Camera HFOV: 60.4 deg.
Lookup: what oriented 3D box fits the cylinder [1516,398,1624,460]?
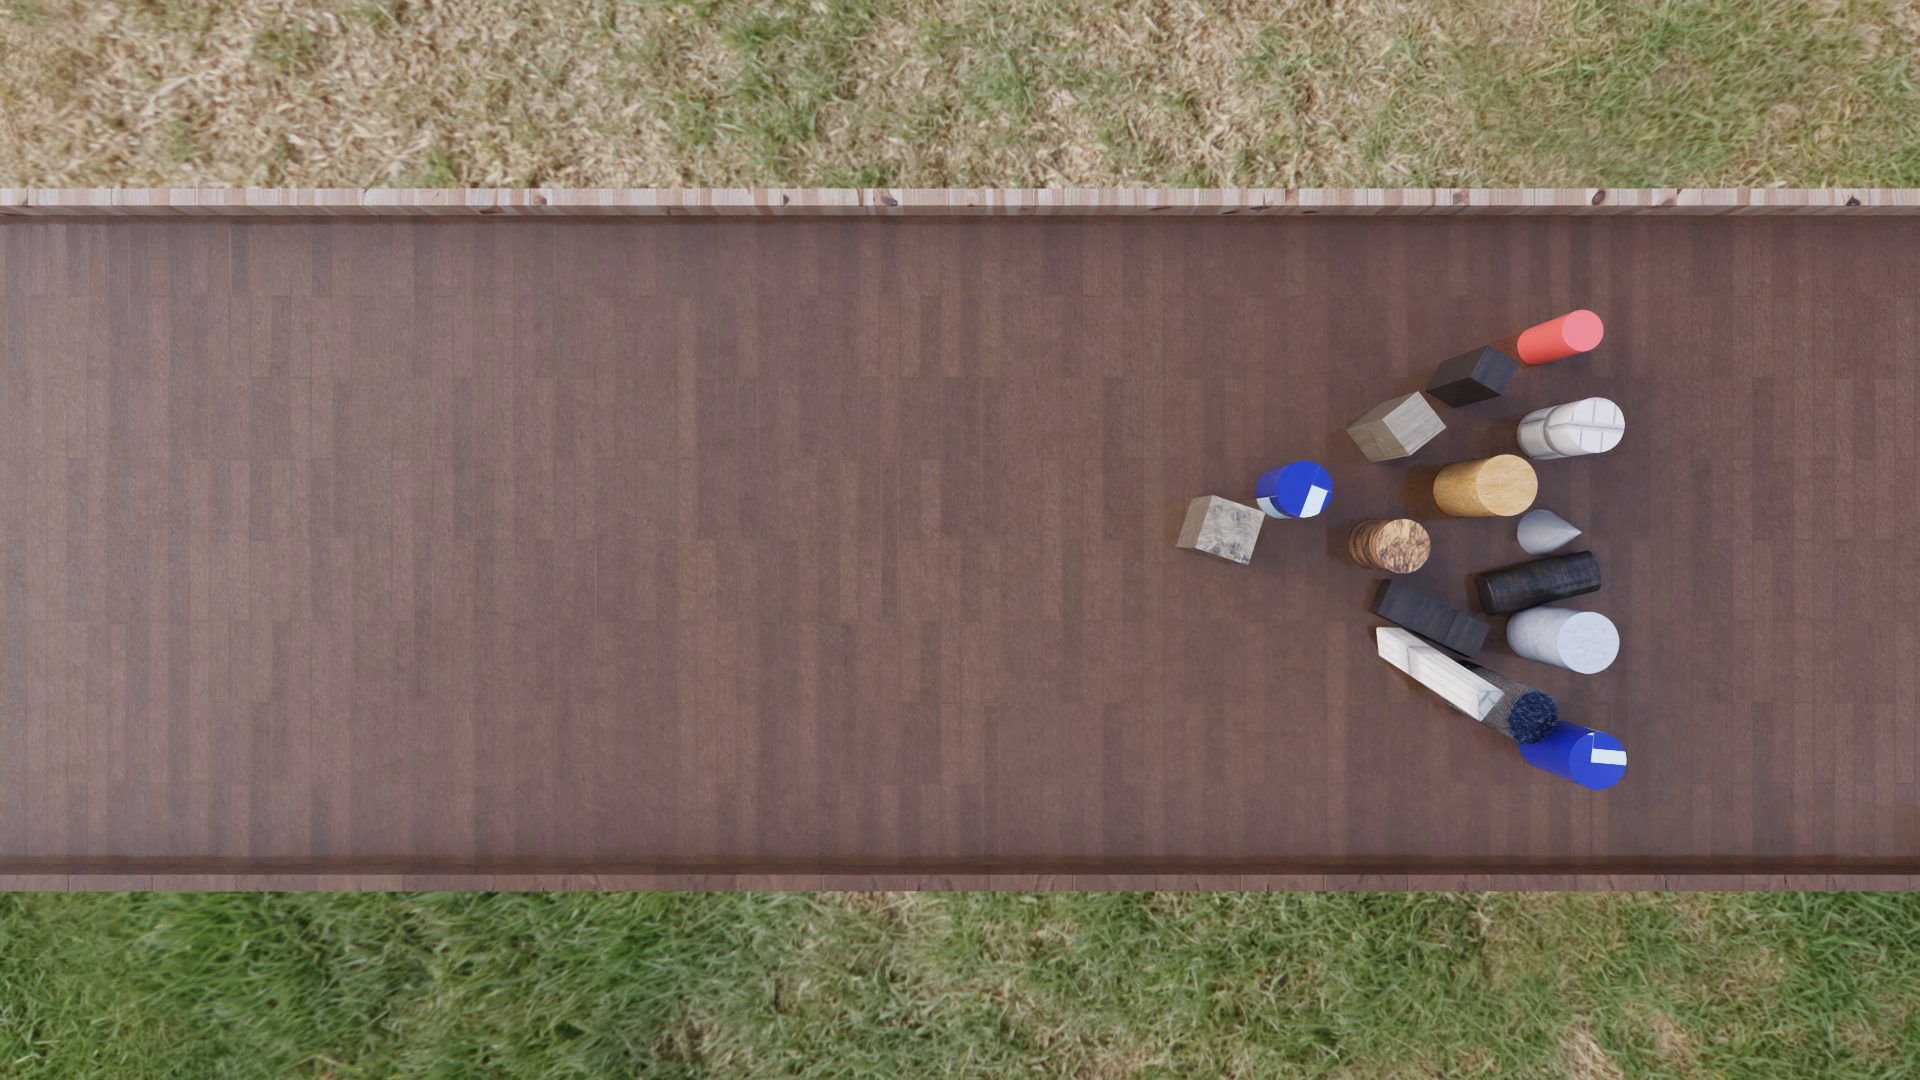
[{"bbox_3d":[1.791,-0.324,4.857,0.156,0.440,0.156,0,90,0],"label":"cylinder"}]

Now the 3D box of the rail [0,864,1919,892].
[{"bbox_3d":[-2.247,1.025,5.001,12.000,0.150,0.050,0,90,0],"label":"rail"}]

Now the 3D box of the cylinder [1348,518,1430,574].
[{"bbox_3d":[1.272,0.015,4.902,0.156,0.347,0.156,0,91,1],"label":"cylinder"}]

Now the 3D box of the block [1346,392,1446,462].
[{"bbox_3d":[1.277,-0.328,4.857,0.129,0.439,0.129,-38,90,0],"label":"block"}]

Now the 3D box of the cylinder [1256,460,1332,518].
[{"bbox_3d":[0.990,-0.147,4.909,0.163,0.335,0.163,0,90,0],"label":"cylinder"}]

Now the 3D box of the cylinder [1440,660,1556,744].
[{"bbox_3d":[1.583,0.476,4.877,0.158,0.368,0.158,-3,101,-15],"label":"cylinder"}]

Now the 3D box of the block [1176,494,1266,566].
[{"bbox_3d":[0.763,-0.028,4.865,0.157,0.422,0.157,18,90,0],"label":"block"}]

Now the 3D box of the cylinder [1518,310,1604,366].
[{"bbox_3d":[1.774,-0.597,4.888,0.118,0.377,0.118,0,90,0],"label":"cylinder"}]

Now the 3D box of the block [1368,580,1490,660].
[{"bbox_3d":[1.427,0.240,5.022,0.329,0.110,0.110,25,90,0],"label":"block"}]

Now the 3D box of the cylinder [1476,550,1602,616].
[{"bbox_3d":[1.758,0.131,5.013,0.334,0.127,0.127,-13,90,0],"label":"cylinder"}]

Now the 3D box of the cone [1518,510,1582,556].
[{"bbox_3d":[1.788,-0.022,4.908,0.145,0.337,0.145,0,90,0],"label":"cone"}]

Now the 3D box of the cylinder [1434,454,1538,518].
[{"bbox_3d":[1.544,-0.155,4.866,0.174,0.420,0.174,0,90,0],"label":"cylinder"}]

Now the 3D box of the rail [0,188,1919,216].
[{"bbox_3d":[-2.247,-1.025,5.002,12.000,0.150,0.050,0,90,0],"label":"rail"}]

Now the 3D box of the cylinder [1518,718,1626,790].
[{"bbox_3d":[1.799,0.623,4.864,0.162,0.425,0.162,0,90,0],"label":"cylinder"}]

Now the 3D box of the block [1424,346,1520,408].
[{"bbox_3d":[1.502,-0.477,4.853,0.104,0.446,0.104,30,90,0],"label":"block"}]

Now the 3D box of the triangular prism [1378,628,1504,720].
[{"bbox_3d":[1.421,0.375,4.893,0.092,0.427,0.106,-26,124,-18],"label":"triangular prism"}]

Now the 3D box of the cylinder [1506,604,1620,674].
[{"bbox_3d":[1.766,0.286,4.853,0.174,0.445,0.174,0,91,1],"label":"cylinder"}]
